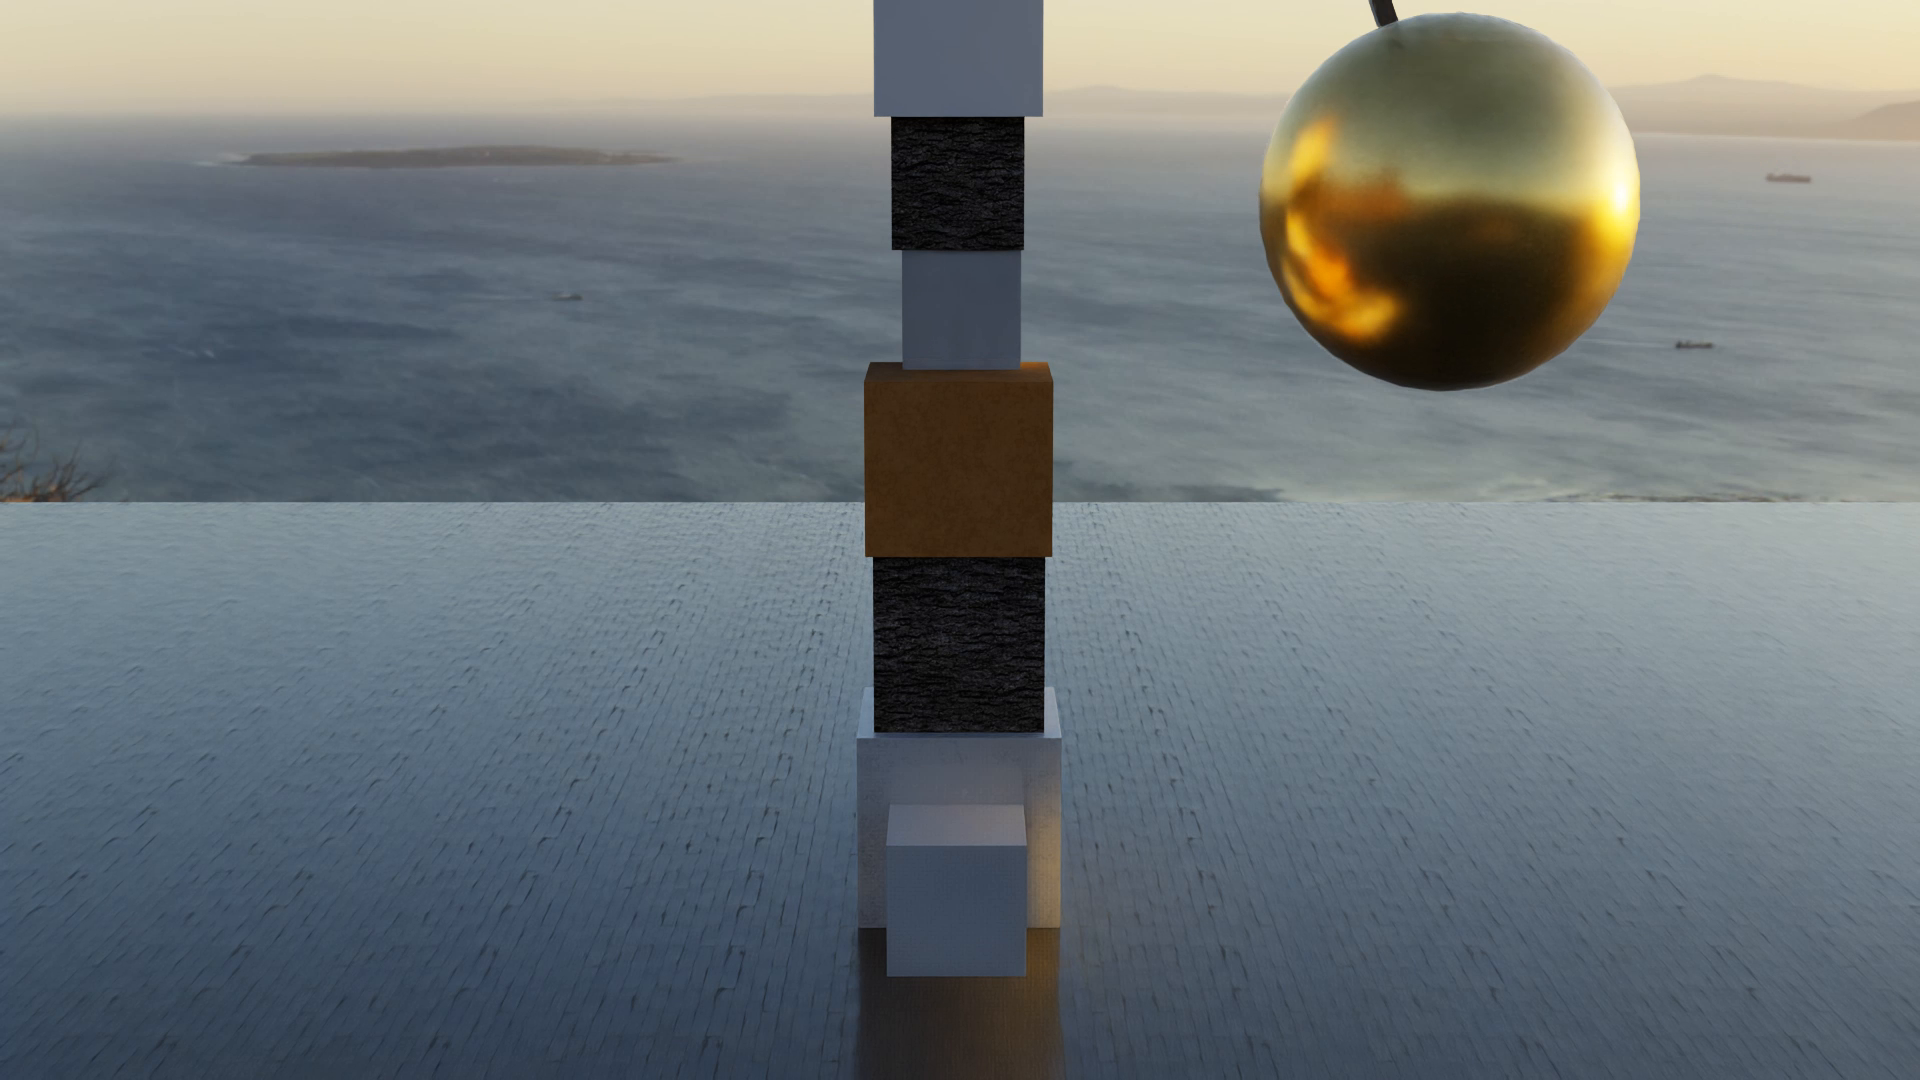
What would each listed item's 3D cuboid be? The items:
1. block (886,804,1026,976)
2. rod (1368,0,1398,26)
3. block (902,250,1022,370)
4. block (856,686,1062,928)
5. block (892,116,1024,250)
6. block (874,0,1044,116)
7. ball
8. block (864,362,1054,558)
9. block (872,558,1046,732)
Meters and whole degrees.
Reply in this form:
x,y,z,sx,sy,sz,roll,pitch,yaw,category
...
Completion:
x,y,z,sx,sy,sz,roll,pitch,yaw,category
-0.013,1.405,10.343,0.550,0.535,0.574,0,10,0,block
0.899,-4.572,10.349,0.080,5.200,0.080,-20,10,4,rod
0.007,-1.010,10.997,0.496,0.501,0.538,0,10,0,block
-0.003,1.134,11.050,0.842,0.814,0.894,0,10,0,block
-0.009,-1.526,10.903,0.551,0.548,0.571,0,10,0,block
-0.006,-2.080,10.802,0.693,0.578,0.684,0,10,0,block
2.074,-1.433,10.920,1.600,1.600,1.600,0,10,0,ball
-0.005,-0.349,10.768,0.764,0.719,0.721,0,10,0,block
-0.004,0.369,10.908,0.705,0.743,0.702,0,10,0,block
